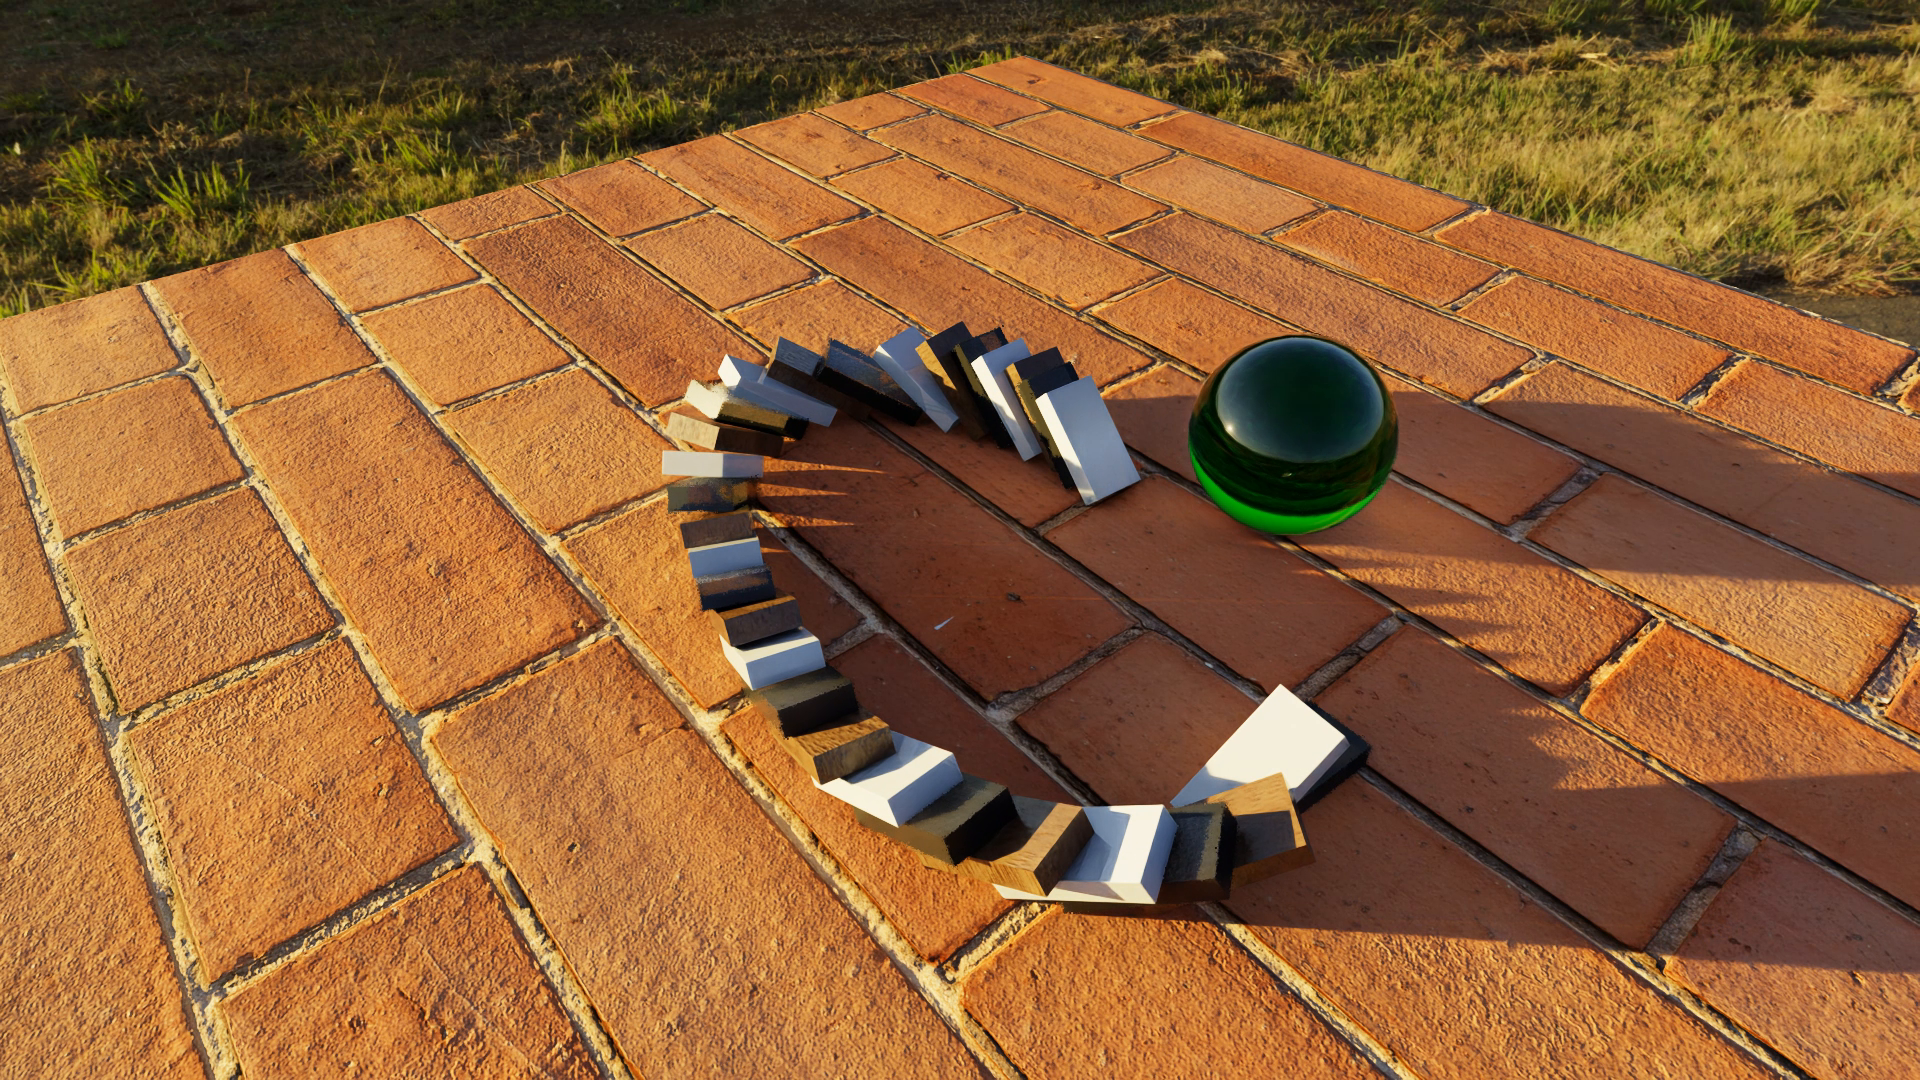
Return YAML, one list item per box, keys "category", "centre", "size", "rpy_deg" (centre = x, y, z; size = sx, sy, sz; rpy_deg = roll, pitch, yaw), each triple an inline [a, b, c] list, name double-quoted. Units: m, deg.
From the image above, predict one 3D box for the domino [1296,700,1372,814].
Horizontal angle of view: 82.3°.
- category: "domino"
  centre: [0.105, 0.073, 0.354]
  size: [0.050, 0.009, 0.025]
  rpy_deg: [-26, 46, -28]

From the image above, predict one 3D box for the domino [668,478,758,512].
- category: "domino"
  centre: [-0.100, -0.019, 0.447]
  size: [0.025, 0.010, 0.050]
  rpy_deg: [0, 7, 0]

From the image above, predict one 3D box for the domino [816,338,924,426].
- category: "domino"
  centre: [-0.041, -0.074, 0.515]
  size: [0.050, 0.009, 0.025]
  rpy_deg: [24, 36, -18]

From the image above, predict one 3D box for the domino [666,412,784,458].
- category: "domino"
  centre: [-0.101, -0.045, 0.477]
  size: [0.025, 0.010, 0.050]
  rpy_deg: [19, 7, 21]

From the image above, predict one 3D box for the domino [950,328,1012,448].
- category: "domino"
  centre: [0.018, -0.070, 0.503]
  size: [0.025, 0.010, 0.050]
  rpy_deg: [-28, 90, -31]

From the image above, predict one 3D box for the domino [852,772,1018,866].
- category: "domino"
  centre: [-0.009, 0.079, 0.328]
  size: [0.025, 0.009, 0.050]
  rpy_deg: [-32, 21, -32]

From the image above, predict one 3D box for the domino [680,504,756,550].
- category: "domino"
  centre: [-0.094, -0.006, 0.430]
  size: [0.025, 0.009, 0.050]
  rpy_deg: [-10, 7, -8]

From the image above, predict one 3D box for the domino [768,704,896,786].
- category: "domino"
  centre: [-0.042, 0.061, 0.352]
  size: [0.025, 0.010, 0.050]
  rpy_deg: [-20, 16, -22]

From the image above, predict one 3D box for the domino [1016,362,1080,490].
- category: "domino"
  centre: [0.047, -0.050, 0.479]
  size: [0.025, 0.010, 0.050]
  rpy_deg: [-25, 89, -27]

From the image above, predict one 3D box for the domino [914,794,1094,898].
- category: "domino"
  centre: [0.011, 0.086, 0.319]
  size: [0.050, 0.009, 0.025]
  rpy_deg: [-3, 31, 46]

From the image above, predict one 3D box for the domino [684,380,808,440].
- category: "domino"
  centre: [-0.095, -0.058, 0.493]
  size: [0.025, 0.010, 0.050]
  rpy_deg: [35, 16, 35]

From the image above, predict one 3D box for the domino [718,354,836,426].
- category: "domino"
  centre: [-0.084, -0.068, 0.506]
  size: [0.050, 0.010, 0.025]
  rpy_deg: [16, 24, -36]

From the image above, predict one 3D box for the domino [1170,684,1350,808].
- category: "domino"
  centre: [0.091, 0.071, 0.334]
  size: [0.050, 0.009, 0.025]
  rpy_deg: [-47, 52, -1]

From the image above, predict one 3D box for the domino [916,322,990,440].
- category: "domino"
  centre: [0.004, -0.073, 0.508]
  size: [0.025, 0.009, 0.050]
  rpy_deg: [-35, 95, -35]

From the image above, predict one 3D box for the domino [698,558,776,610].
- category: "domino"
  centre: [-0.083, 0.015, 0.405]
  size: [0.025, 0.009, 0.050]
  rpy_deg: [-11, 8, -13]

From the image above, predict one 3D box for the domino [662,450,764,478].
- category: "domino"
  centre: [-0.102, -0.031, 0.459]
  size: [0.025, 0.009, 0.050]
  rpy_deg: [3, 4, 8]

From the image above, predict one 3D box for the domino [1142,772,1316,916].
- category: "domino"
  centre: [0.074, 0.088, 0.318]
  size: [0.050, 0.009, 0.025]
  rpy_deg: [-24, 36, 16]

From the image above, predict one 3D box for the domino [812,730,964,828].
- category: "domino"
  centre: [-0.024, 0.071, 0.339]
  size: [0.025, 0.010, 0.050]
  rpy_deg: [-30, 20, -30]

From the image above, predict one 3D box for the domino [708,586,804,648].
- category: "domino"
  centre: [-0.074, 0.026, 0.391]
  size: [0.025, 0.010, 0.050]
  rpy_deg: [-16, 9, -18]

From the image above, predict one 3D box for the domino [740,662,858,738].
- category: "domino"
  centre: [-0.055, 0.049, 0.366]
  size: [0.025, 0.010, 0.050]
  rpy_deg: [-19, 16, -21]

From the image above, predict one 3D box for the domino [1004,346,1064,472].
- category: "domino"
  centre: [0.042, -0.058, 0.490]
  size: [0.025, 0.010, 0.050]
  rpy_deg: [-25, 89, -27]

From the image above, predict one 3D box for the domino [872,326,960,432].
- category: "domino"
  centre: [-0.014, -0.076, 0.517]
  size: [0.050, 0.010, 0.025]
  rpy_deg: [46, 50, 6]

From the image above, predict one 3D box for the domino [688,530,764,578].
- category: "domino"
  centre: [-0.089, 0.005, 0.417]
  size: [0.025, 0.010, 0.050]
  rpy_deg: [-11, 7, -11]

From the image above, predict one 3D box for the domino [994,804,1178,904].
- category: "domino"
  centre: [0.035, 0.089, 0.313]
  size: [0.050, 0.010, 0.025]
  rpy_deg: [-12, 34, 37]

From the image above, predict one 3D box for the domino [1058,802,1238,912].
- category: "domino"
  centre: [0.052, 0.090, 0.313]
  size: [0.050, 0.009, 0.025]
  rpy_deg: [-17, 32, 31]

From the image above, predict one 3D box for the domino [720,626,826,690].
- category: "domino"
  centre: [-0.066, 0.037, 0.380]
  size: [0.025, 0.009, 0.050]
  rpy_deg: [-17, 13, -19]

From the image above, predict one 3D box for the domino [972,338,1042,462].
- category: "domino"
  centre: [0.028, -0.063, 0.496]
  size: [0.025, 0.009, 0.050]
  rpy_deg: [-29, 91, -31]

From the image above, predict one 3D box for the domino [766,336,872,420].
- category: "domino"
  centre: [-0.065, -0.076, 0.516]
  size: [0.050, 0.010, 0.025]
  rpy_deg: [23, 30, -18]

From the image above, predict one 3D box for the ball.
- category: "ball"
  centre: [0.132, -0.042, 0.439]
  size: [0.080, 0.080, 0.080]
  rpy_deg: [0, 39, 0]

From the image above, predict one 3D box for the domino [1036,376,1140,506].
- category: "domino"
  centre: [0.055, -0.043, 0.470]
  size: [0.025, 0.010, 0.050]
  rpy_deg: [-25, 89, -27]
